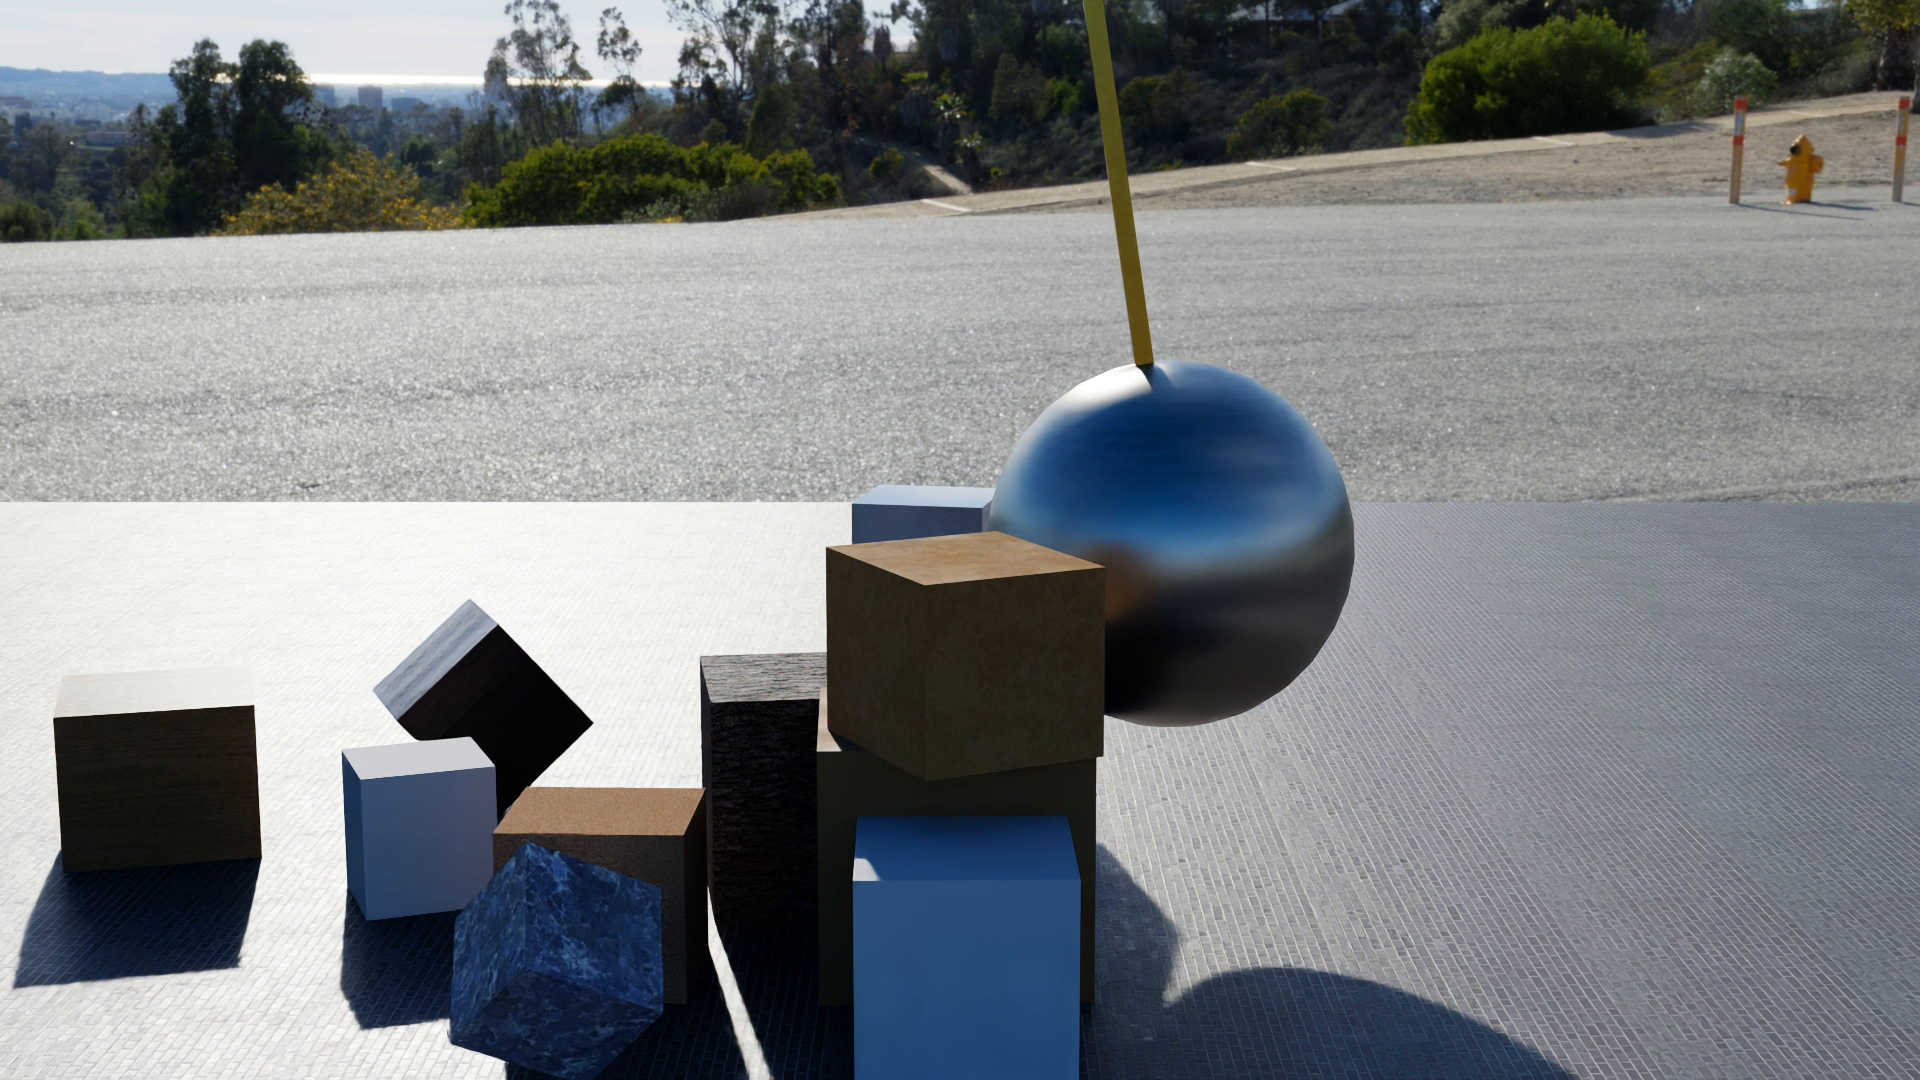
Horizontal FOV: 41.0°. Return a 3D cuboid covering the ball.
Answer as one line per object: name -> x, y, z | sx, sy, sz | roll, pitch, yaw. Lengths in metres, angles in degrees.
ball -> 0.915, 0.017, 11.183 | 1.600, 1.600, 1.600 | 0, 10, 0

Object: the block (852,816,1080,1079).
block -> 0.016, 1.478, 9.345 | 0.790, 0.749, 0.785 | 0, 10, -1

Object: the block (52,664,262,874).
block -> -3.694, 1.039, 11.861 | 0.857, 0.712, 0.833 | -3, 11, -16

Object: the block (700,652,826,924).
block -> -0.673, 1.049, 11.140 | 0.849, 0.951, 0.872 | -2, 10, -9

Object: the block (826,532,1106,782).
block -> 0.010, 0.415, 9.669 | 0.741, 0.717, 0.847 | -5, 12, -27

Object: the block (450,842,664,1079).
block -> -1.404, 1.479, 8.939 | 0.542, 0.504, 0.530 | 24, 37, -29

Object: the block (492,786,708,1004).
block -> -1.397, 1.384, 10.081 | 0.726, 0.670, 0.651 | 0, 10, 2

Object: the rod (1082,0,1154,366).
rod -> 0.396, -3.289, 10.582 | 0.080, 5.200, 0.080 | -9, 10, 2

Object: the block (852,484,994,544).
block -> -0.144, 0.084, 12.174 | 0.618, 0.596, 0.572 | 2, 11, 11

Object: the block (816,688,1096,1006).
block -> -0.031, 1.191, 10.211 | 1.051, 1.003, 1.008 | 0, 10, -2

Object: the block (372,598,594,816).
block -> -2.322, 0.808, 12.464 | 0.652, 0.692, 0.658 | -45, 23, -10

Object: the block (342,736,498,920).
block -> -2.328, 1.235, 11.060 | 0.563, 0.613, 0.529 | -4, 11, -22
